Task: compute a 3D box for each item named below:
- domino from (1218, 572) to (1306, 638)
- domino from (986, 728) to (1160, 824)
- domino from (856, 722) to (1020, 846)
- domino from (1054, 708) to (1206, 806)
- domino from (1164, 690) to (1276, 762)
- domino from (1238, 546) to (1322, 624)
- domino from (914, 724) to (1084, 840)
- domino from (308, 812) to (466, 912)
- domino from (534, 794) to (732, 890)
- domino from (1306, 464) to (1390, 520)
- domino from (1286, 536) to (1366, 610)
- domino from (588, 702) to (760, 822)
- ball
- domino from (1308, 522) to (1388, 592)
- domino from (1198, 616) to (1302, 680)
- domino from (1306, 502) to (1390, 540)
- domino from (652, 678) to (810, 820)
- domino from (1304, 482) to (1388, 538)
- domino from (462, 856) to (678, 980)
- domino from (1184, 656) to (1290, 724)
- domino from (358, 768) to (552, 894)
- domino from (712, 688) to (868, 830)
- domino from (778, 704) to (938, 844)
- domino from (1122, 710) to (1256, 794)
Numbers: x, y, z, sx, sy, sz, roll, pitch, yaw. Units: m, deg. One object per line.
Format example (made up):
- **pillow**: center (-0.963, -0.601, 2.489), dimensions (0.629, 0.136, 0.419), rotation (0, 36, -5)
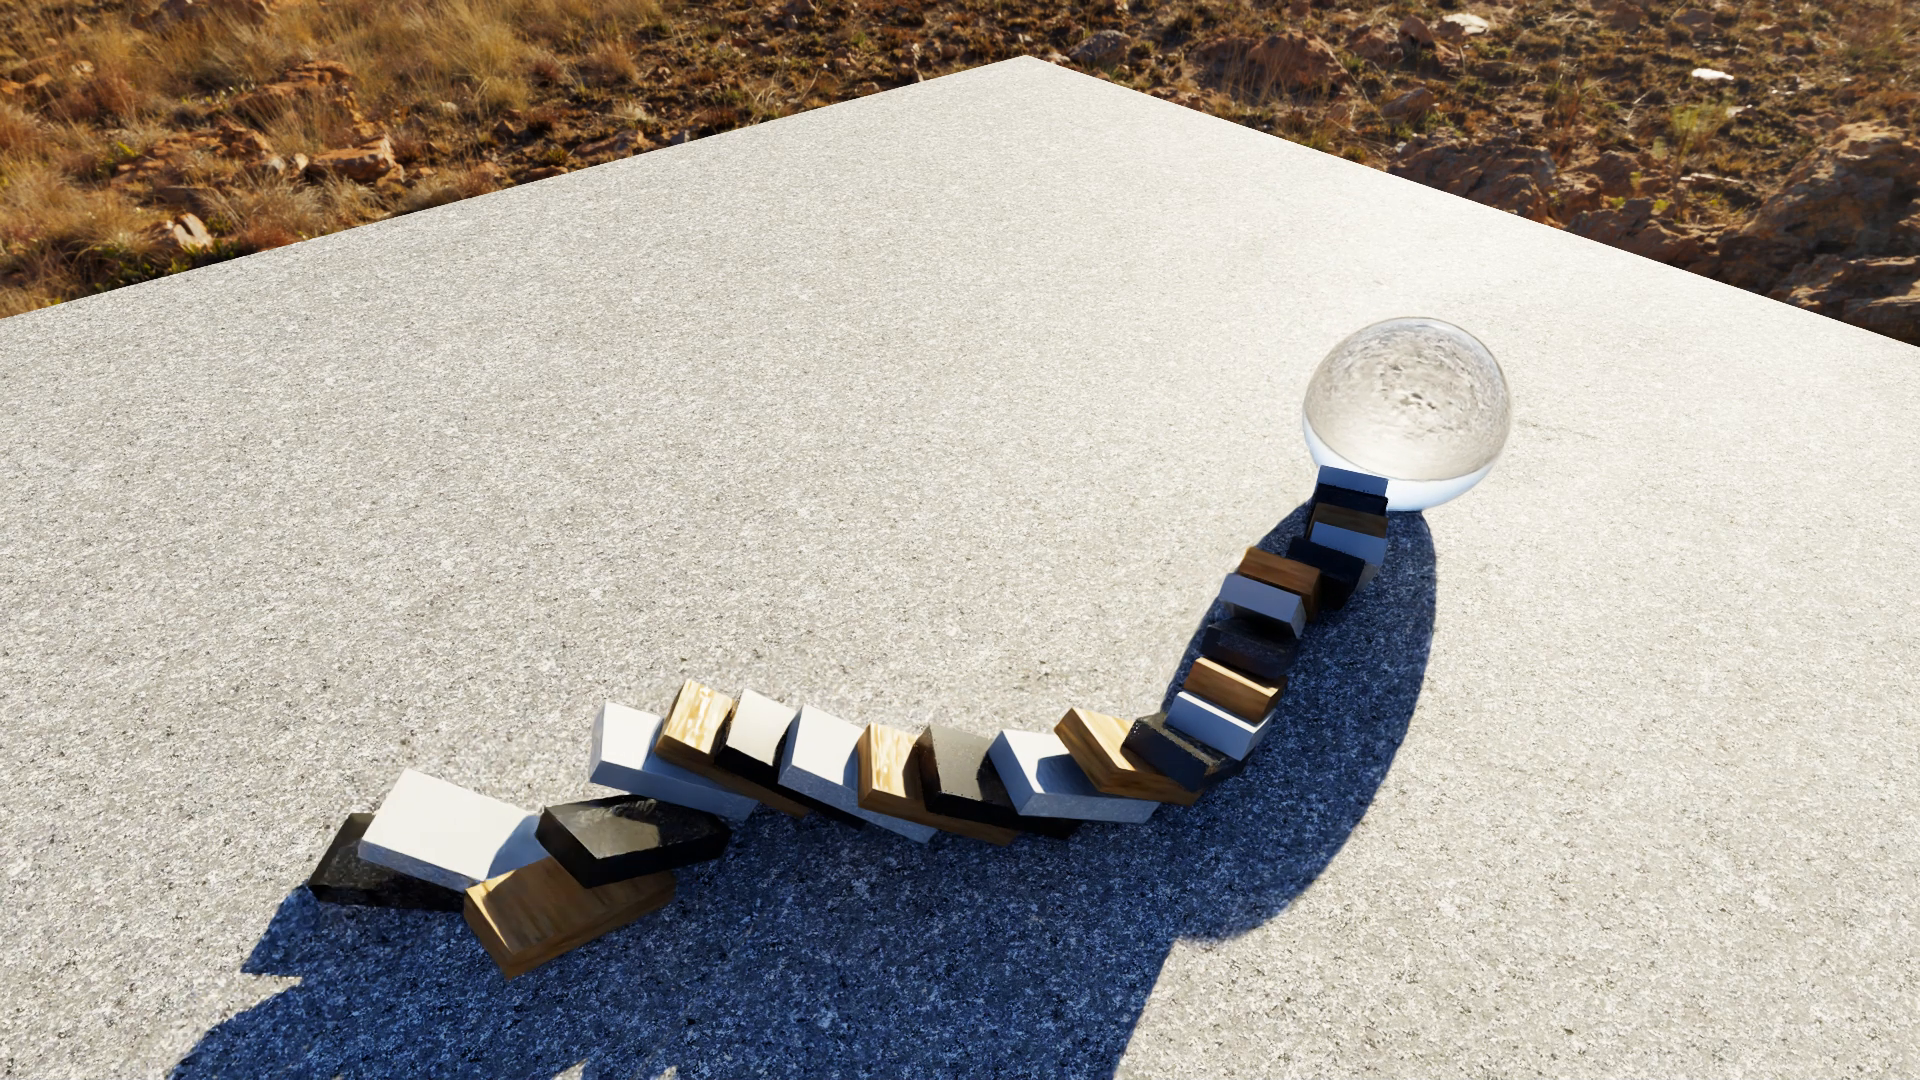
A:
- **domino**: center (0.107, 0.024, 0.387), dimensions (0.025, 0.050, 0.010), rotation (20, 85, 23)
- **domino**: center (0.035, 0.073, 0.336), dimensions (0.050, 0.010, 0.025), rotation (13, 30, -33)
- **domino**: center (-0.006, 0.074, 0.334), dimensions (0.050, 0.010, 0.025), rotation (21, 34, -22)
- **domino**: center (0.053, 0.067, 0.338), dimensions (0.050, 0.009, 0.025), rotation (21, 23, -44)
- **domino**: center (0.084, 0.056, 0.352), dimensions (0.025, 0.010, 0.050), rotation (26, 10, 22)
- **domino**: center (0.116, 0.017, 0.395), dimensions (0.025, 0.050, 0.009), rotation (20, 82, 23)
- **domino**: center (0.012, 0.074, 0.334), dimensions (0.050, 0.009, 0.025), rotation (19, 35, -26)
- **domino**: center (-0.162, 0.096, 0.327), dimensions (0.050, 0.010, 0.025), rotation (3, 39, 3)
- **domino**: center (-0.093, 0.085, 0.318), dimensions (0.025, 0.009, 0.050), rotation (30, 12, 31)
- **domino**: center (0.152, -0.015, 0.434), dimensions (0.025, 0.050, 0.010), rotation (14, 80, 16)
- **domino**: center (0.130, 0.013, 0.399), dimensions (0.025, 0.050, 0.010), rotation (21, 82, 16)
- **domino**: center (-0.087, 0.068, 0.338), dimensions (0.050, 0.010, 0.025), rotation (23, 26, -27)
- **ball**: center (0.182, -0.051, 0.450), dimensions (0.080, 0.080, 0.080), rotation (0, 39, 0)
- **domino**: center (0.141, 0.007, 0.407), dimensions (0.025, 0.050, 0.009), rotation (16, 81, 16)
- **domino**: center (0.100, 0.036, 0.377), dimensions (0.025, 0.009, 0.050), rotation (20, 8, 23)
- **domino**: center (0.145, -0.001, 0.416), dimensions (0.025, 0.050, 0.010), rotation (14, 80, 16)
- **domino**: center (-0.067, 0.065, 0.343), dimensions (0.050, 0.010, 0.025), rotation (29, 31, -14)
- **domino**: center (0.148, -0.008, 0.425), dimensions (0.025, 0.050, 0.010), rotation (14, 80, 16)
- **domino**: center (-0.108, 0.099, 0.307), dimensions (0.025, 0.009, 0.050), rotation (36, 30, 30)
- **domino**: center (0.092, 0.047, 0.363), dimensions (0.025, 0.009, 0.050), rotation (25, 10, 21)
- **domino**: center (-0.142, 0.087, 0.317), dimensions (0.050, 0.010, 0.025), rotation (25, 37, -13)
- **domino**: center (-0.049, 0.068, 0.340), dimensions (0.050, 0.010, 0.025), rotation (29, 31, -14)
- **domino**: center (-0.029, 0.071, 0.336), dimensions (0.050, 0.010, 0.025), rotation (27, 32, -17)
- **domino**: center (0.072, 0.064, 0.342), dimensions (0.025, 0.009, 0.050), rotation (32, 12, 28)
